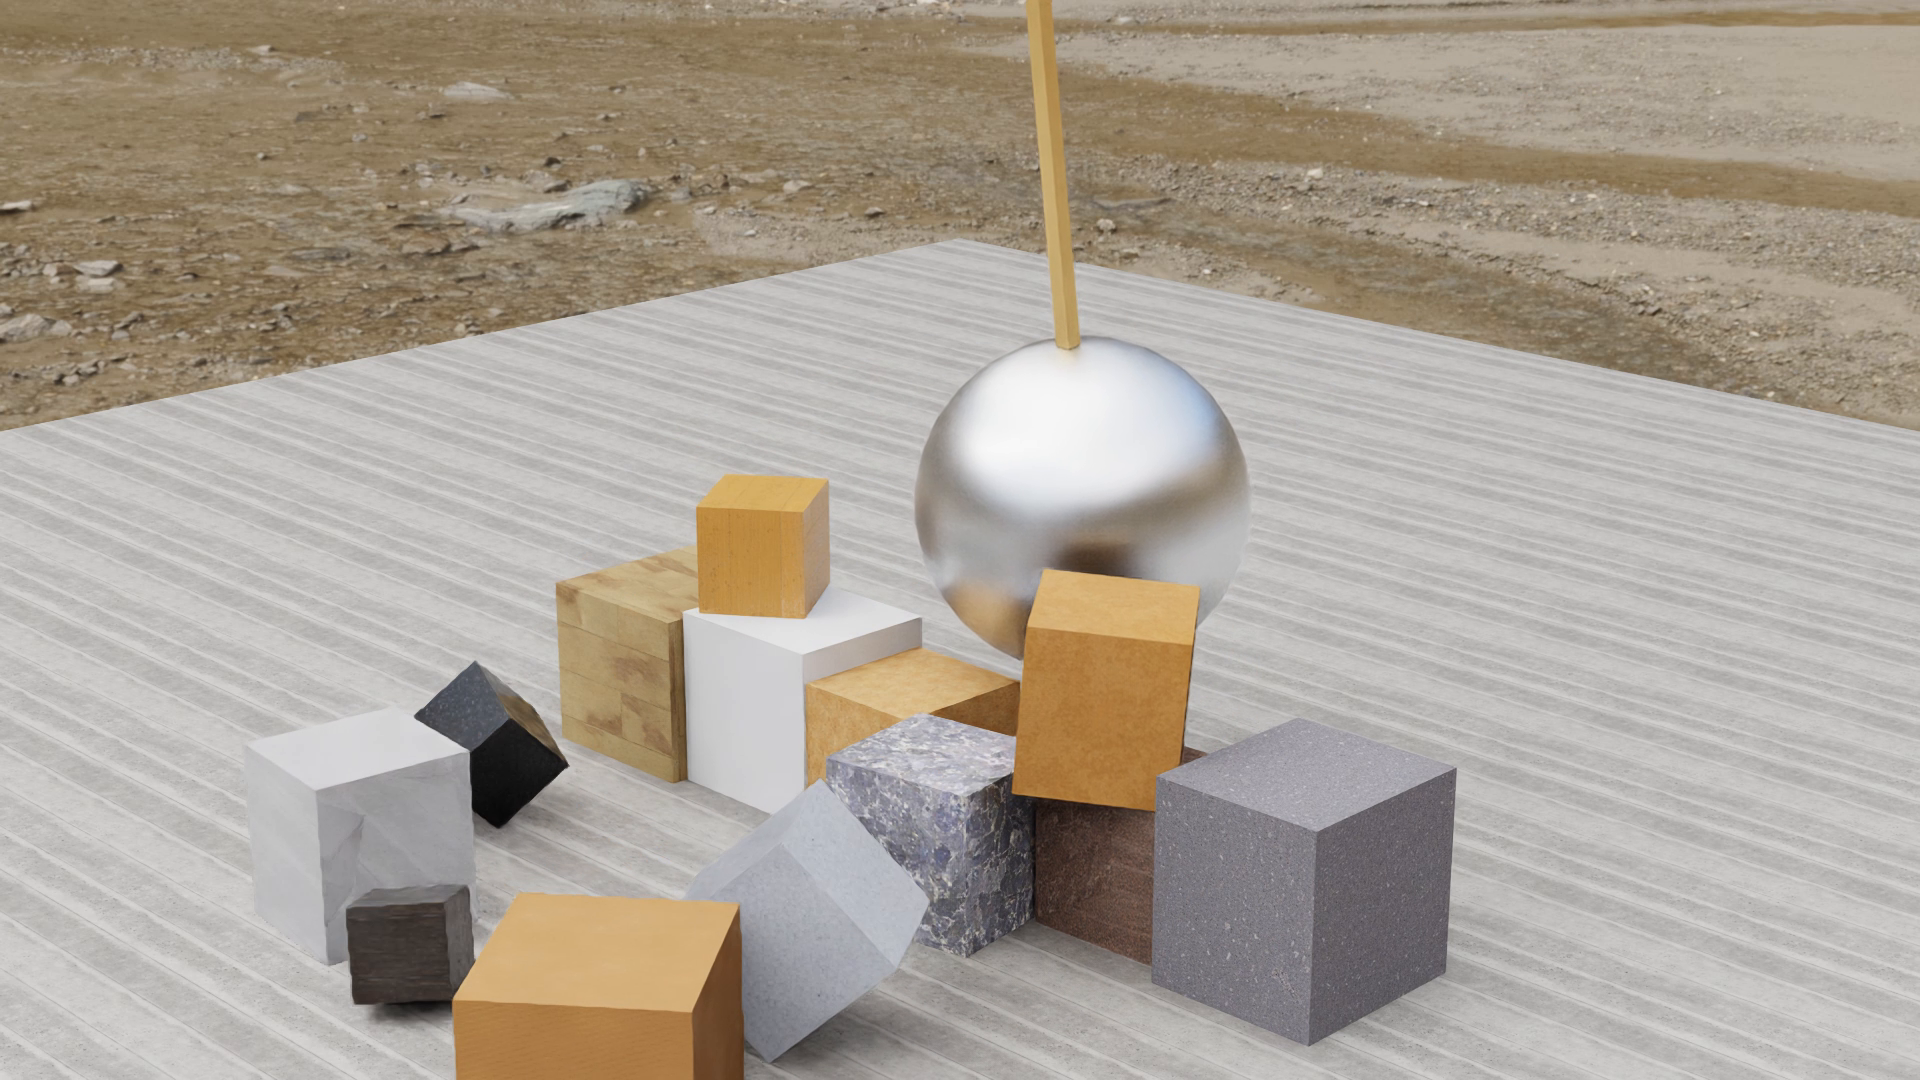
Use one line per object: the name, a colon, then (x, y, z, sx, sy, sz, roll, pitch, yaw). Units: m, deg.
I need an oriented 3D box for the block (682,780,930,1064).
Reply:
block: (-0.666, 1.528, 11.796, 0.717, 0.679, 0.604, -39, 8, 22)

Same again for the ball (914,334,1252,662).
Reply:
ball: (0.579, -0.170, 13.896, 1.600, 1.600, 1.600, 0, 17, 0)

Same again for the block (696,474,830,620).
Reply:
block: (-0.962, 0.026, 14.425, 0.528, 0.542, 0.581, 3, 18, 9)

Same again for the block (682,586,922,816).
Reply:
block: (-0.768, 0.780, 14.397, 0.782, 0.880, 0.871, -17, 24, -42)

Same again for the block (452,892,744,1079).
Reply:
block: (-1.335, 1.893, 11.033, 0.875, 0.772, 0.934, 2, 18, 6)

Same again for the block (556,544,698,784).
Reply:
block: (-1.413, 0.615, 14.987, 0.909, 0.840, 0.890, -17, 24, -42)

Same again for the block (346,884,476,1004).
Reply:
block: (-2.272, 1.672, 12.151, 0.412, 0.401, 0.411, -4, 4, 5)

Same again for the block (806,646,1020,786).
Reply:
block: (-0.221, 1.017, 13.891, 0.737, 0.731, 0.685, -17, 24, -42)

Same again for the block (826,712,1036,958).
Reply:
block: (-0.078, 1.292, 12.986, 0.761, 0.748, 0.690, 12, 21, 34)

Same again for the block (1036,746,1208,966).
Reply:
block: (0.845, 1.352, 12.858, 0.756, 0.709, 0.690, 16, 23, 41)

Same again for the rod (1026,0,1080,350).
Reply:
rod: (0.251, -3.285, 12.573, 0.080, 5.200, 0.080, 17, 32, 42)

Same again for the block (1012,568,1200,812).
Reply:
block: (0.635, 0.638, 12.606, 0.690, 0.753, 0.782, 6, 18, 5)

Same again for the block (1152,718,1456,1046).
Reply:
block: (1.439, 1.408, 12.296, 0.834, 0.940, 0.949, 16, 24, 42)

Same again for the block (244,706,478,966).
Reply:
block: (-2.629, 1.288, 12.886, 0.730, 0.813, 0.682, -13, 22, -36)

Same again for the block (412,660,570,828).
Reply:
block: (-2.252, 0.975, 13.963, 0.459, 0.472, 0.480, -42, 44, 1)
